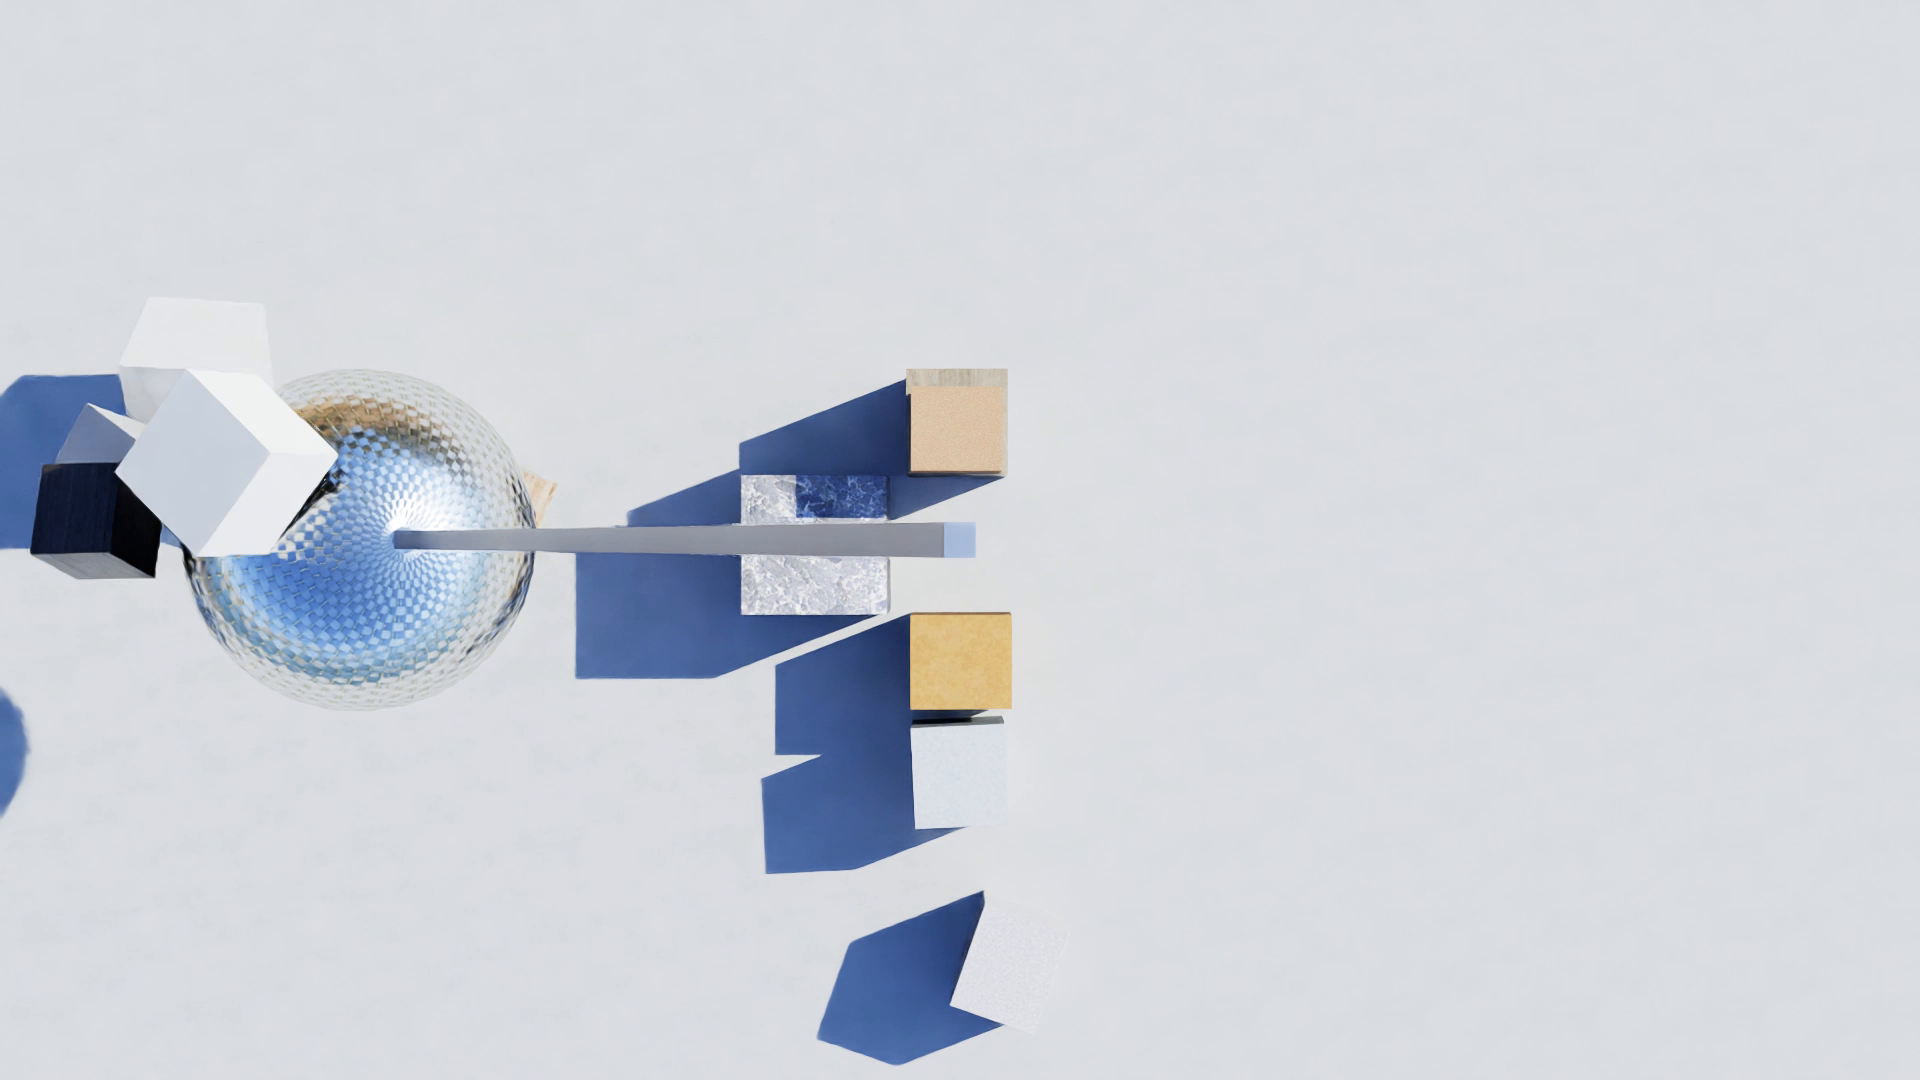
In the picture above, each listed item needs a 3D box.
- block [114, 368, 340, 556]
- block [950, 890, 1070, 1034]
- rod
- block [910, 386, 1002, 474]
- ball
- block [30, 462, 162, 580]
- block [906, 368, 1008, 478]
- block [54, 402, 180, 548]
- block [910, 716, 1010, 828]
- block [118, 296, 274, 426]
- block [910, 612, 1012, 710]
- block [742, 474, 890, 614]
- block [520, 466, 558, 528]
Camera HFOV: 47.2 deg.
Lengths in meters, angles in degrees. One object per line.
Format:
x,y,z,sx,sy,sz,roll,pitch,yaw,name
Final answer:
-3.075,-0.320,9.237,0.535,0.471,0.557,42,103,13,block
0.283,2.437,12.735,0.509,0.531,0.604,19,90,0,block
-1.205,0.000,7.224,0.080,5.200,0.080,0,90,-28,rod
-0.019,-0.602,12.098,0.490,0.464,0.454,0,90,0,block
-2.782,0.000,10.236,1.600,1.600,1.600,0,90,0,ball
-3.943,-0.083,10.077,0.377,0.425,0.426,-1,73,8,block
-0.016,-0.666,12.665,0.570,0.670,0.590,0,90,0,block
-4.372,-0.334,11.701,0.567,0.591,0.460,29,91,35,block
0.000,1.334,12.701,0.531,0.598,0.567,-3,90,0,block
-4.255,-0.851,12.325,0.626,0.675,0.736,3,129,-5,block
0.006,0.691,12.729,0.574,0.542,0.533,0,90,0,block
-0.816,0.027,12.651,0.813,0.699,0.779,0,90,0,block
-2.825,-0.213,12.591,0.622,0.618,0.599,24,90,24,block
